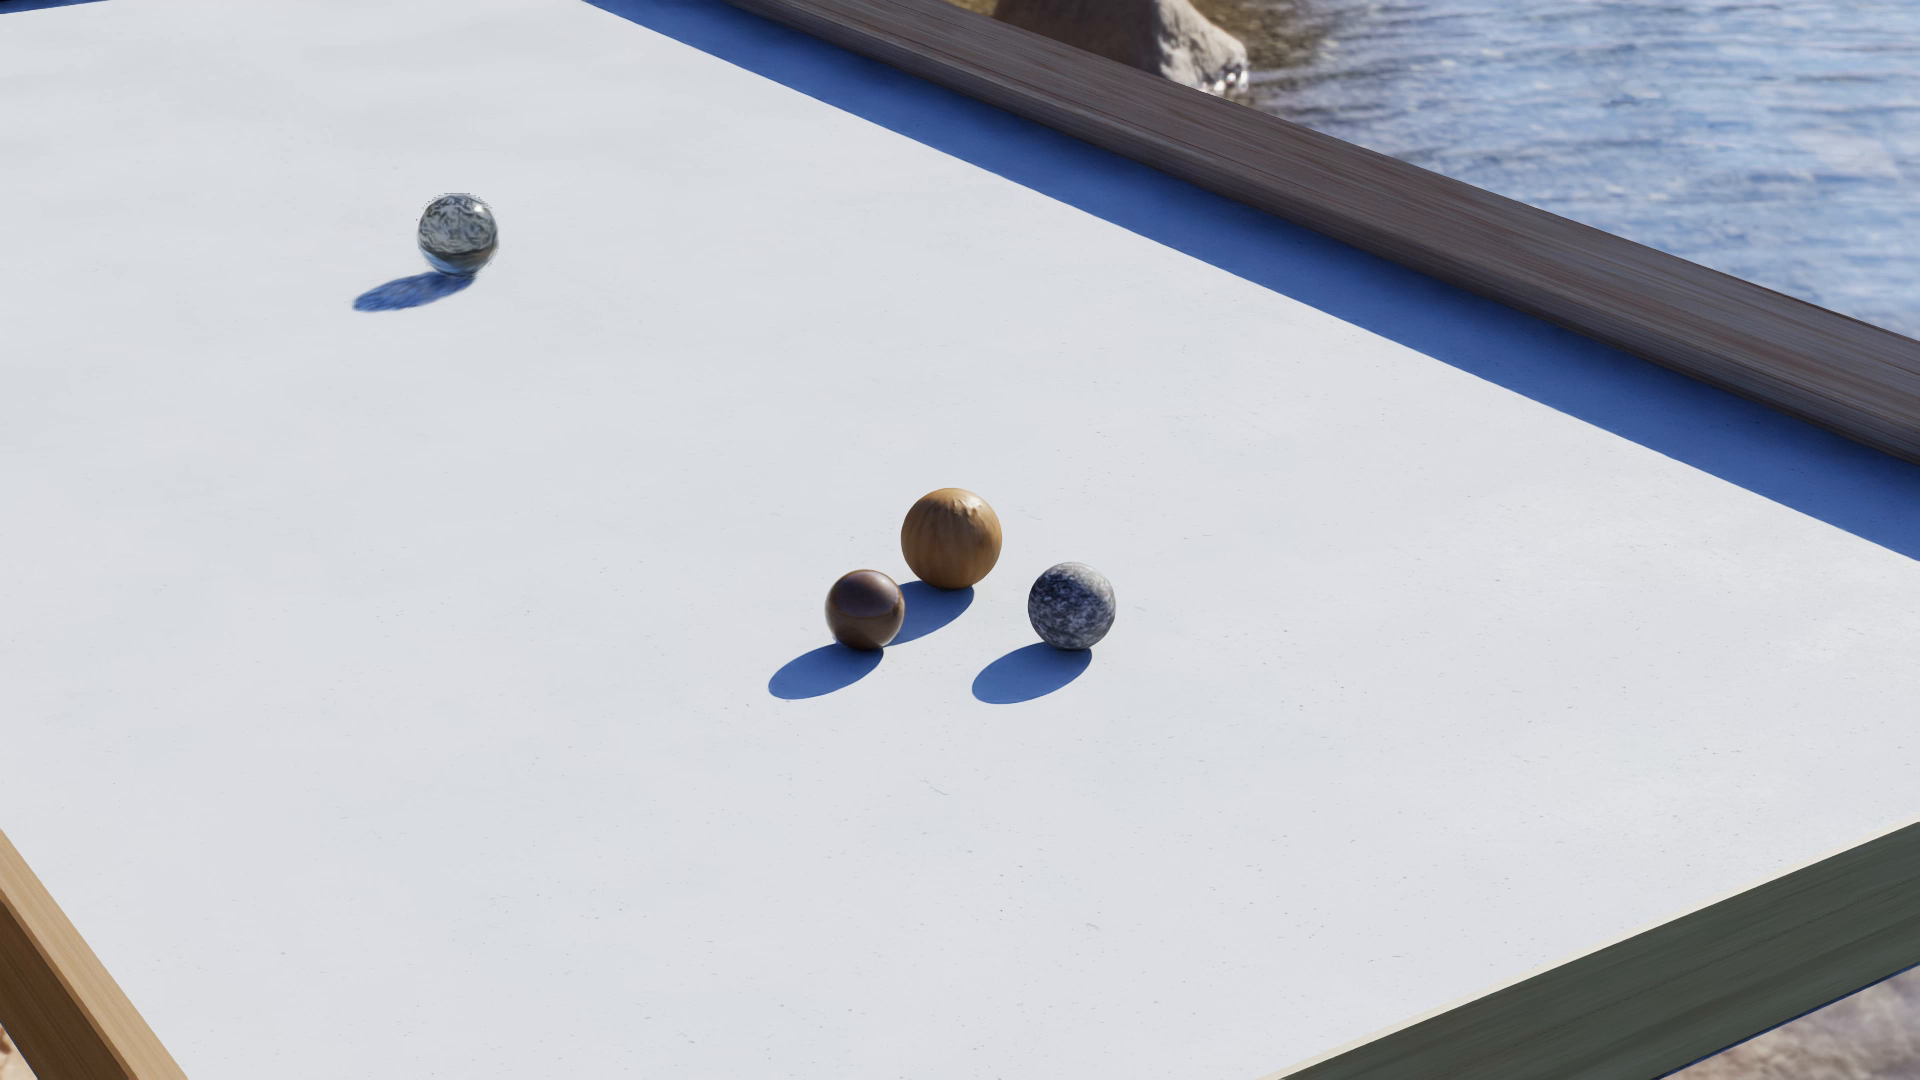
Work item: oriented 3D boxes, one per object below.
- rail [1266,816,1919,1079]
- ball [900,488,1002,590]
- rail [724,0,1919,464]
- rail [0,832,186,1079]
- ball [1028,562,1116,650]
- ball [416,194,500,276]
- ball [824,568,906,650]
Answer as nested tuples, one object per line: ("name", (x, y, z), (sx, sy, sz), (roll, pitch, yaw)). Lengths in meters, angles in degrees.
("rail", (0.427, 0.237, 1.690), (1.634, 0.107, 0.045), (-15, 28, -31))
("ball", (-0.007, -0.001, 2.275), (0.079, 0.079, 0.079), (0, 23, 0))
("rail", (0.221, -0.456, 3.288), (0.045, 0.107, 3.177), (-15, 28, -31))
("rail", (-1.101, -0.107, 2.482), (0.045, 0.107, 3.177), (-15, 28, -31))
("ball", (0.083, 0.049, 2.177), (0.066, 0.066, 0.066), (0, 23, 0))
("ball", (-0.509, -0.308, 2.981), (0.082, 0.082, 0.082), (0, 23, 0))
("ball", (-0.070, 0.052, 2.177), (0.061, 0.061, 0.061), (0, 23, 0))
